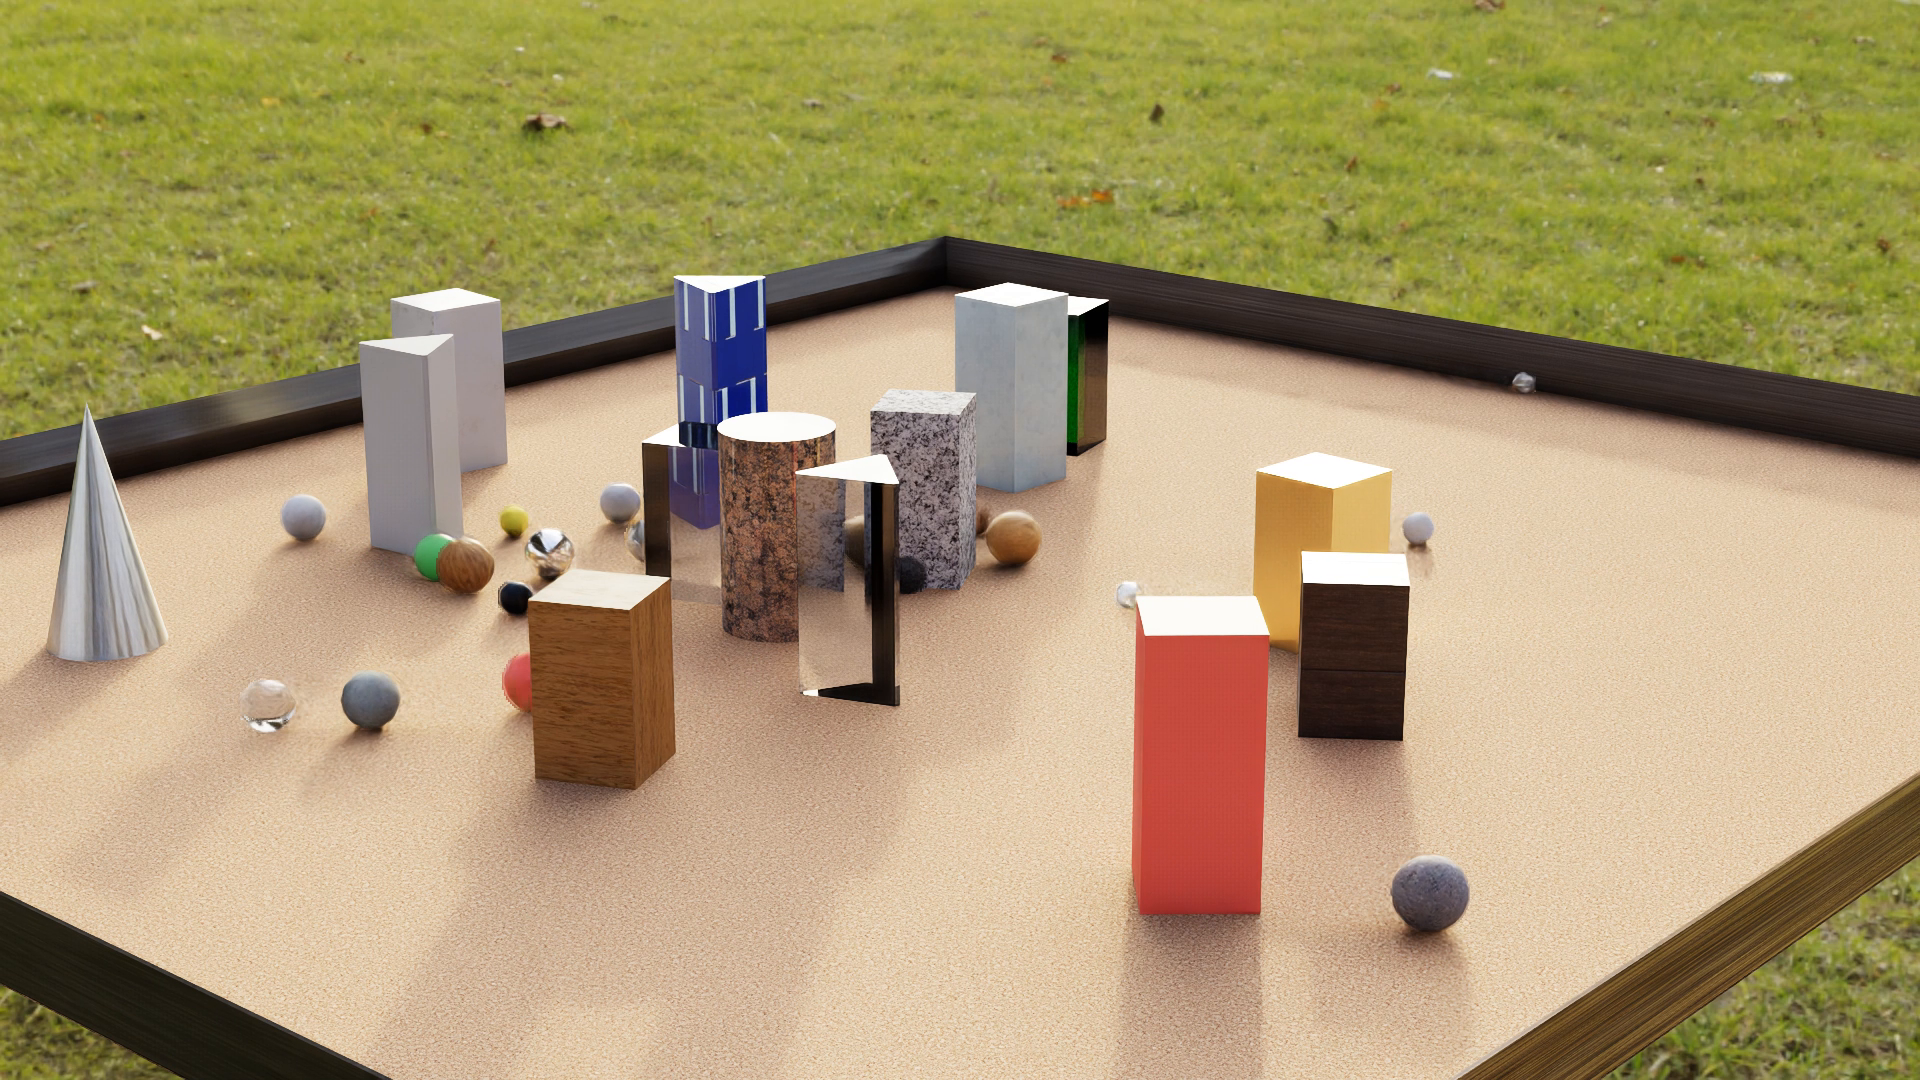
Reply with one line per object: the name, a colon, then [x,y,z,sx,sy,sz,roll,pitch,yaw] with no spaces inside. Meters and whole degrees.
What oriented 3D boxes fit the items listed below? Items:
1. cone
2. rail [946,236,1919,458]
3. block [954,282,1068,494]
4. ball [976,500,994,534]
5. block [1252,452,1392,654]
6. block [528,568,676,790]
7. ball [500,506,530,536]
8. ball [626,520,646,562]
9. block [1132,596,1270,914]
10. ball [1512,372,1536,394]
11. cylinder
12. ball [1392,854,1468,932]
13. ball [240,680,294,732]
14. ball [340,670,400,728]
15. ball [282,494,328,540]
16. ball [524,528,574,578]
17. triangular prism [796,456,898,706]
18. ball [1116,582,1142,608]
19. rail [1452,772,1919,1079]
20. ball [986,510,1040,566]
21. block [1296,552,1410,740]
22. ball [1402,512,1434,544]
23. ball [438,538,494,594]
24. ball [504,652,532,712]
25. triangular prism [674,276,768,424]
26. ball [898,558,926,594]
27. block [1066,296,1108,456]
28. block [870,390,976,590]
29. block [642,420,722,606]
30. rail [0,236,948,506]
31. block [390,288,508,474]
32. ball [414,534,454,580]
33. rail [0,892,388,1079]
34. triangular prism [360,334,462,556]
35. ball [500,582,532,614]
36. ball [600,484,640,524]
cone: [-1.421,-0.027,4.828,0.197,0.413,0.197,0,17,0]
rail: [1.276,-0.392,6.527,3.520,0.128,0.045,14,22,39]
block: [0.101,-0.303,5.806,0.158,0.375,0.158,15,22,40]
ball: [0.032,-0.042,5.484,0.062,0.062,0.062,0,17,0]
block: [0.598,0.027,4.852,0.158,0.295,0.158,16,23,42]
block: [-0.524,0.203,4.303,0.158,0.275,0.158,5,17,16]
ball: [-0.832,-0.036,5.475,0.055,0.055,0.055,0,17,0]
ball: [-0.565,0.001,5.312,0.078,0.078,0.078,0,17,0]
block: [0.313,0.282,3.850,0.158,0.385,0.158,0,17,-1]
ball: [1.254,-0.347,6.519,0.050,0.050,0.050,0,17,0]
cylinder: [-0.305,-0.023,4.928,0.197,0.346,0.197,0,17,0]
ball: [0.604,0.455,3.772,0.099,0.099,0.099,0,17,0]
ball: [-1.056,0.253,4.473,0.080,0.080,0.080,0,17,0]
ball: [-0.903,0.244,4.489,0.088,0.088,0.088,0,17,0]
ball: [-1.218,-0.042,5.448,0.083,0.083,0.083,0,17,0]
ball: [-0.732,0.024,5.218,0.088,0.088,0.088,0,17,0]
triangular prism: [-0.149,0.058,4.632,0.171,0.362,0.148,6,18,20]
ball: [0.292,0.094,5.057,0.047,0.047,0.047,0,17,0]
rail: [1.311,0.361,4.030,0.045,0.128,3.940,14,22,39]
ball: [0.096,-0.004,5.293,0.098,0.098,0.098,0,17,0]
block: [0.600,0.161,4.489,0.158,0.247,0.158,2,17,5]
ball: [0.847,-0.022,5.423,0.058,0.058,0.058,0,17,0]
ball: [-0.864,0.045,5.134,0.097,0.097,0.097,0,17,0]
ball: [-0.661,0.219,4.560,0.094,0.094,0.094,0,17,0]
triangular prism: [-0.480,-0.280,5.613,0.148,0.442,0.171,10,19,29]
ball: [-0.091,0.062,5.136,0.064,0.064,0.064,0,17,0]
block: [0.203,-0.343,6.076,0.158,0.297,0.158,8,18,24]
block: [-0.064,-0.091,5.202,0.158,0.318,0.158,3,17,11]
block: [-0.445,-0.048,5.128,0.158,0.278,0.158,7,18,21]
rail: [-1.311,-0.296,6.210,0.045,0.128,3.940,14,22,39]
block: [-1.032,-0.320,5.925,0.158,0.339,0.158,-15,22,-40]
ball: [-0.929,0.029,5.209,0.084,0.084,0.084,0,17,0]
rail: [-1.276,0.456,3.713,3.520,0.128,0.045,14,22,39]
triangular prism: [-0.976,-0.177,5.376,0.171,0.383,0.148,12,21,35]
ball: [-0.761,0.099,5.023,0.057,0.057,0.057,0,17,0]
ball: [-0.643,-0.069,5.547,0.077,0.077,0.077,0,17,0]
